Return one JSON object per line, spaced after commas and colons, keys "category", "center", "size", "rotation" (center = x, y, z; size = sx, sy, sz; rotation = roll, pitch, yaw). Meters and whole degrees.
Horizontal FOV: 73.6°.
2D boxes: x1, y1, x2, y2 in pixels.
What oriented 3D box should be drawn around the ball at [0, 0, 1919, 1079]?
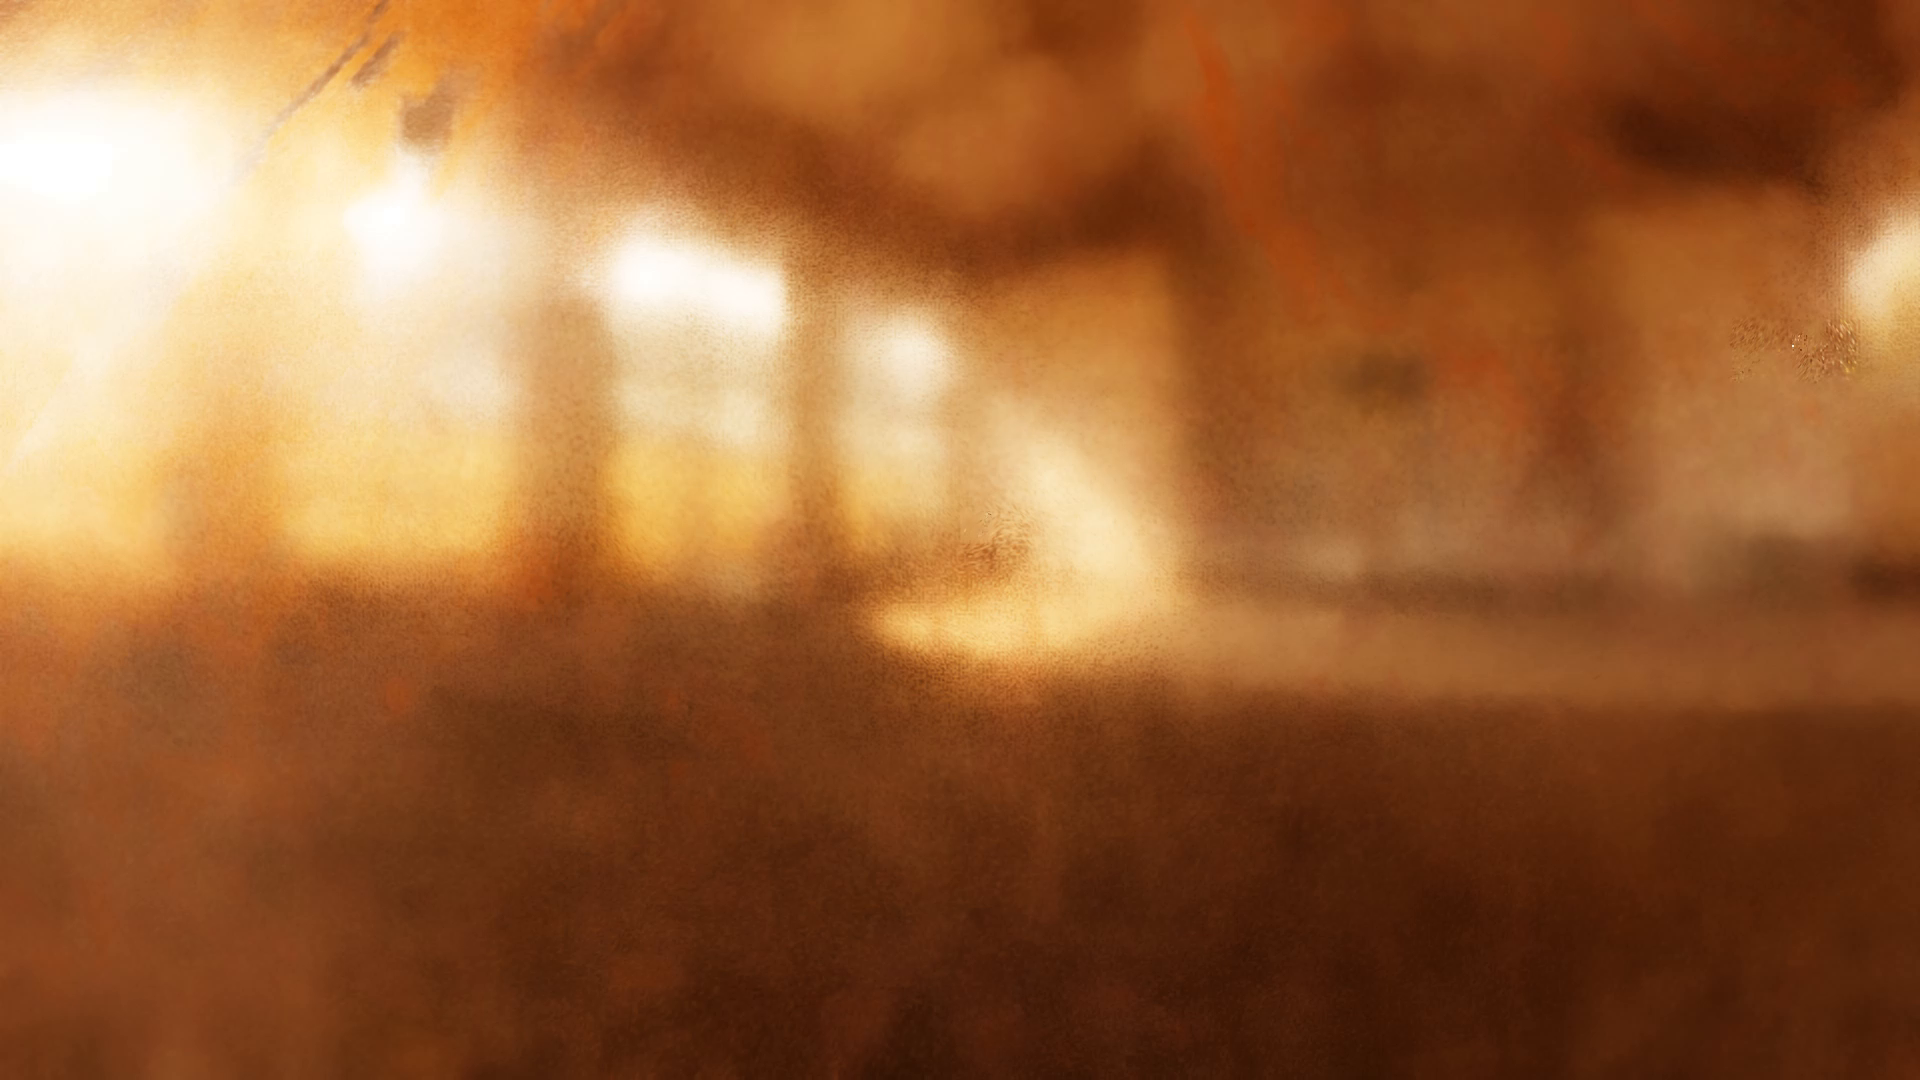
{"category": "ball", "center": [0.000, -0.002, 0.056], "size": [0.080, 0.080, 0.080], "rotation": [0, 4, 0]}
